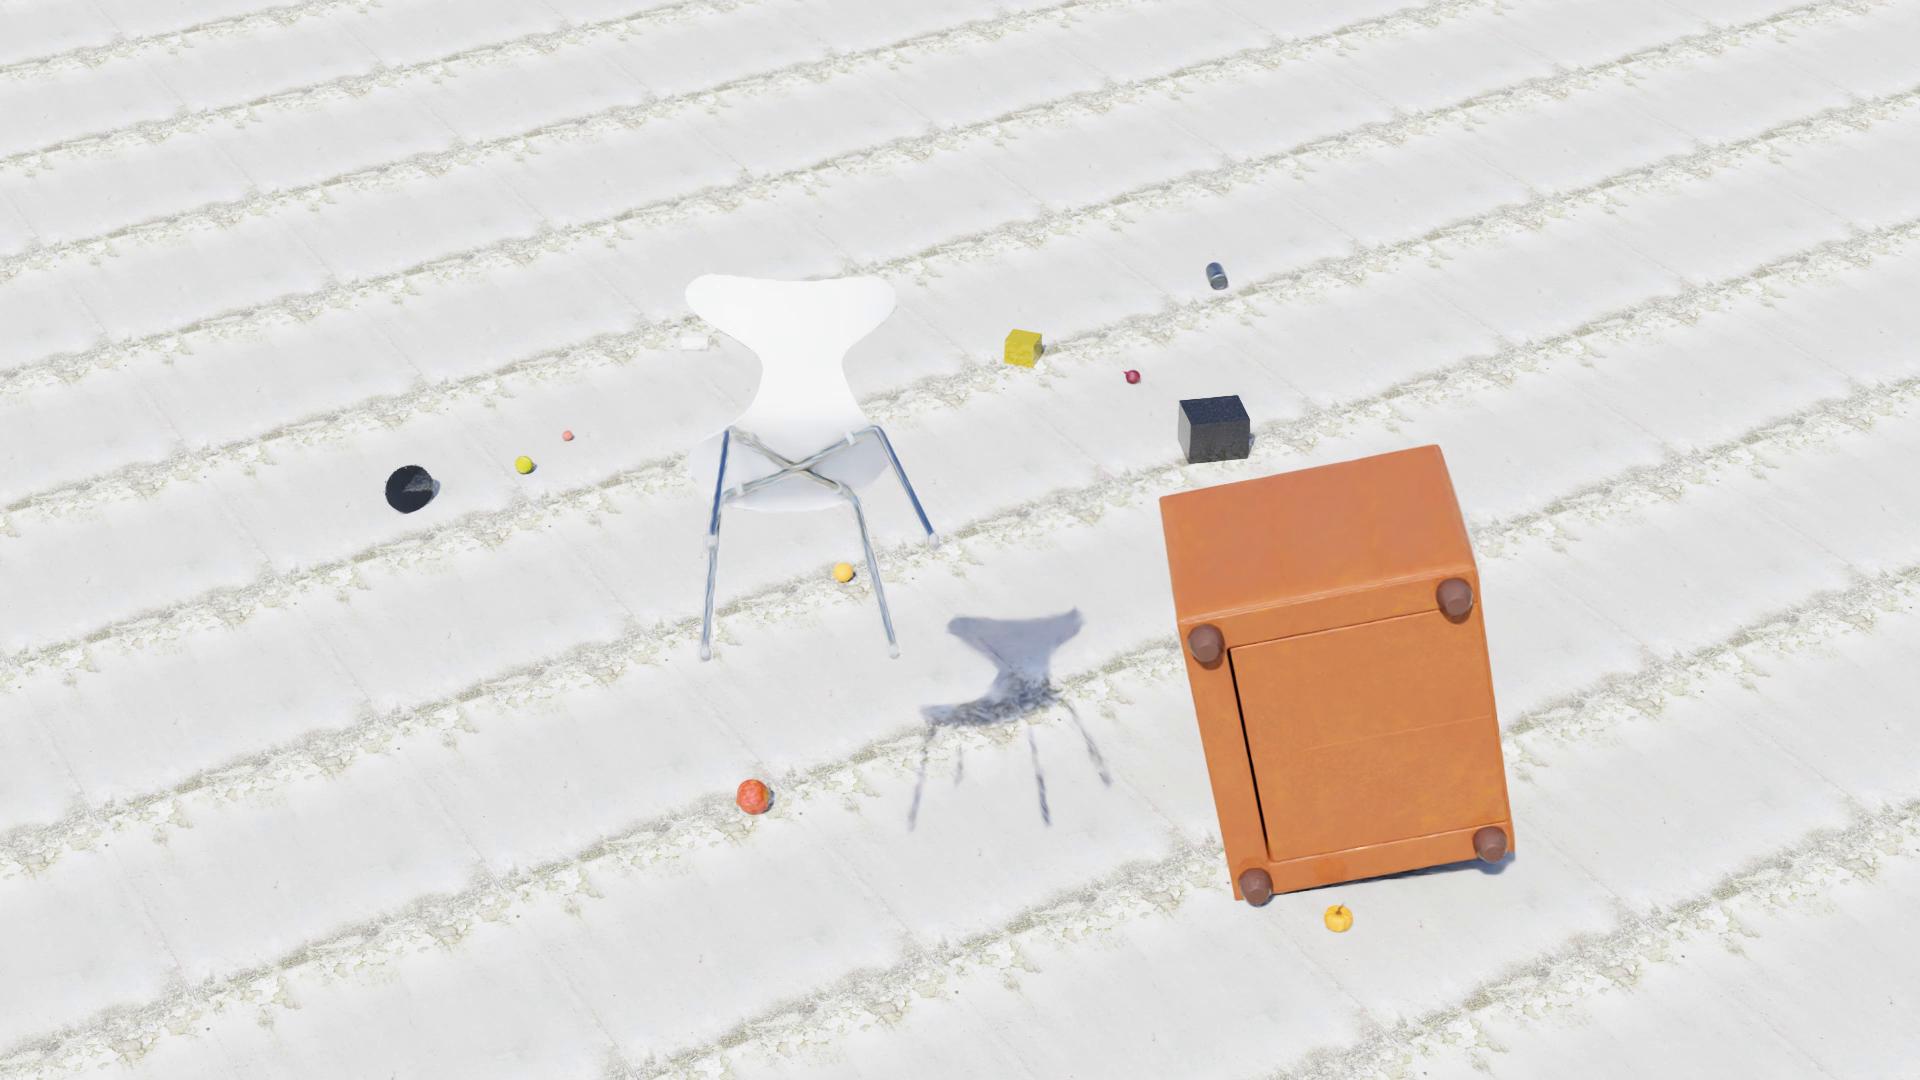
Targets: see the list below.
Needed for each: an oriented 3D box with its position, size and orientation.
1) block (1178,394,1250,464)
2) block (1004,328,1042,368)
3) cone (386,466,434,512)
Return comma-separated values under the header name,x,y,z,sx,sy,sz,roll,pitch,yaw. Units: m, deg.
name,x,y,z,sx,sy,sz,roll,pitch,yaw
block,0.989,-0.431,11.436,0.237,0.178,0.190,-6,34,-8
block,0.260,-0.787,12.044,0.126,0.105,0.108,12,35,17
cone,-2.120,-0.184,11.159,0.211,0.172,0.120,-39,13,-35
